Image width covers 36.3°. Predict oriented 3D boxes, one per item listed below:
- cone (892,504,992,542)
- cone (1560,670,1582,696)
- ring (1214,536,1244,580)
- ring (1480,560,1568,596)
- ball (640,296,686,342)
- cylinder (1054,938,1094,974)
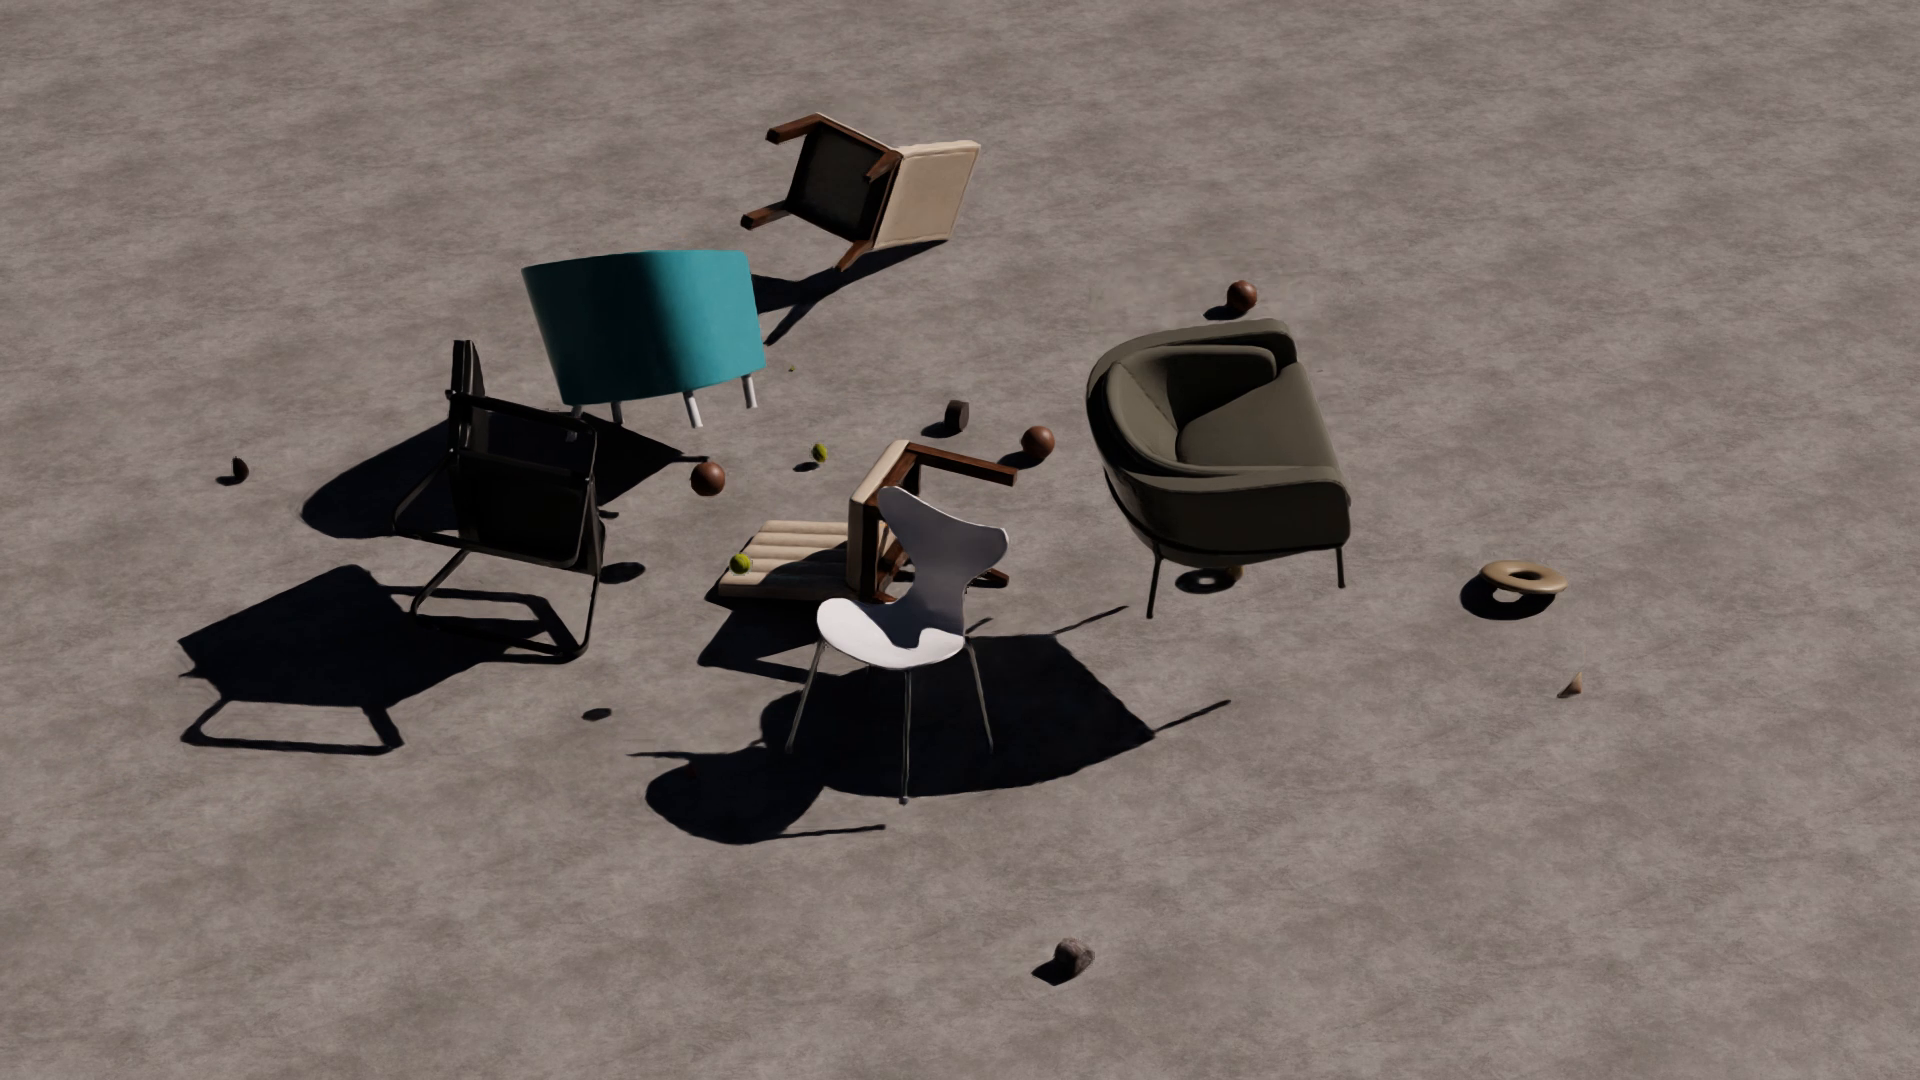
[{"bbox_3d":[-0.032,-0.038,10.899,0.351,0.131,0.315,9,-15,-22],"label":"cone"},{"bbox_3d":[2.127,0.512,10.128,0.053,0.048,0.122,42,81,3],"label":"cone"},{"bbox_3d":[0.981,0.065,10.702,0.057,0.176,0.156,-24,8,-15],"label":"ring"},{"bbox_3d":[2.046,0.137,10.638,0.322,0.045,0.315,20,23,39],"label":"ring"},{"bbox_3d":[-1.234,-0.920,12.167,0.191,0.191,0.191,0,33,0],"label":"ball"},{"bbox_3d":[0.346,1.266,8.940,0.082,0.080,0.090,29,23,32],"label":"cylinder"}]
